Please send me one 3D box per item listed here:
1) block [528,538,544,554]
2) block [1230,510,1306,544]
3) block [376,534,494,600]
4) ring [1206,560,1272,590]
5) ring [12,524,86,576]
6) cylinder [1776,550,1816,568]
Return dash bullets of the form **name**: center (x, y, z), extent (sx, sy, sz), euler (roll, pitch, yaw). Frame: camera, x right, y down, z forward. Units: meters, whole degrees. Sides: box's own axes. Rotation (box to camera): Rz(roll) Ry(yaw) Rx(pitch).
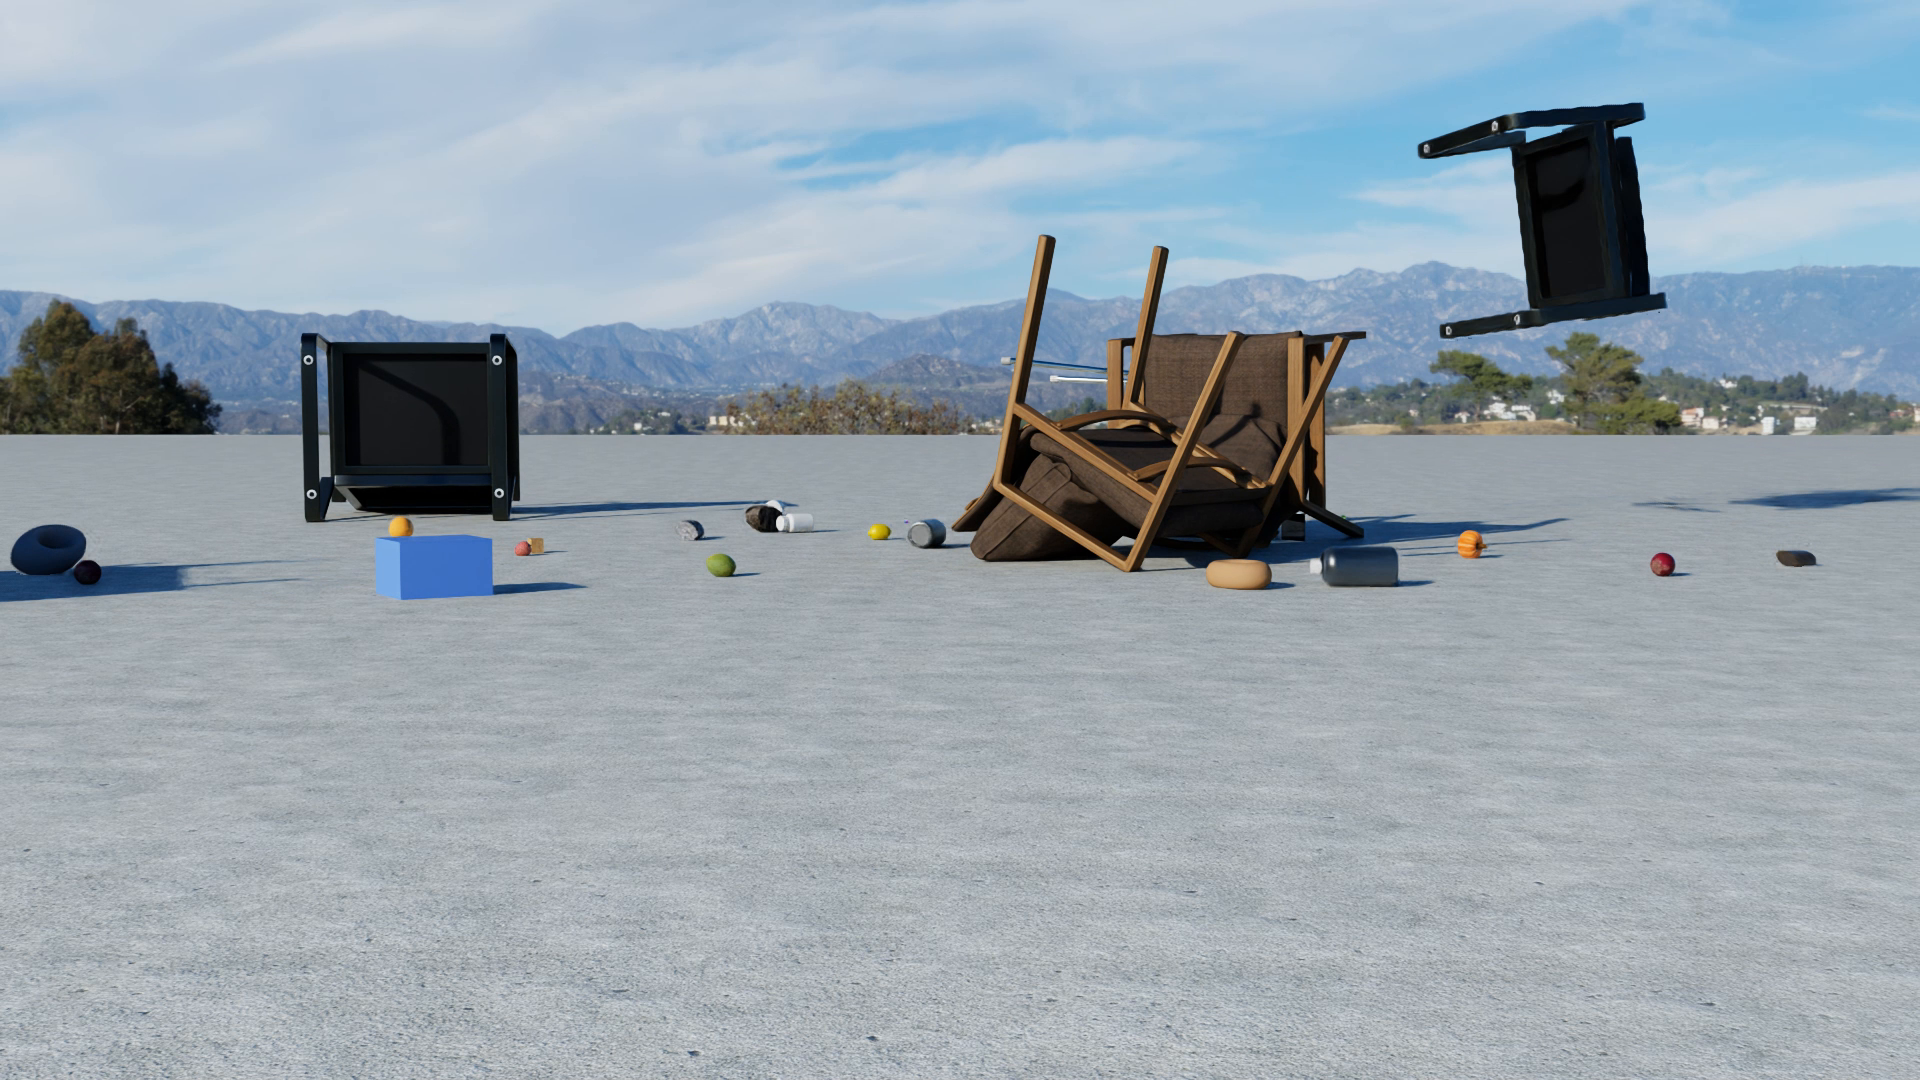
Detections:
- **block**: center (-1.163, 0.016, 6.026), extent (0.035, 0.040, 0.033), euler (-2, 5, -29)
- **block**: center (0.912, -0.041, 6.527), extent (0.117, 0.084, 0.201), euler (-3, 5, -33)
- **block**: center (-1.150, 0.058, 4.808), extent (0.205, 0.123, 0.173), euler (-2, 5, -32)
- **ring**: center (0.632, 0.078, 4.983), extent (0.125, 0.060, 0.191), euler (-4, 4, -27)
- **ring**: center (-2.218, 0.024, 5.356), extent (0.125, 0.078, 0.241), euler (38, 17, 3)
- **cylinder**: center (2.120, 0.047, 5.572), extent (0.070, 0.036, 0.069), euler (-2, 23, -28)
